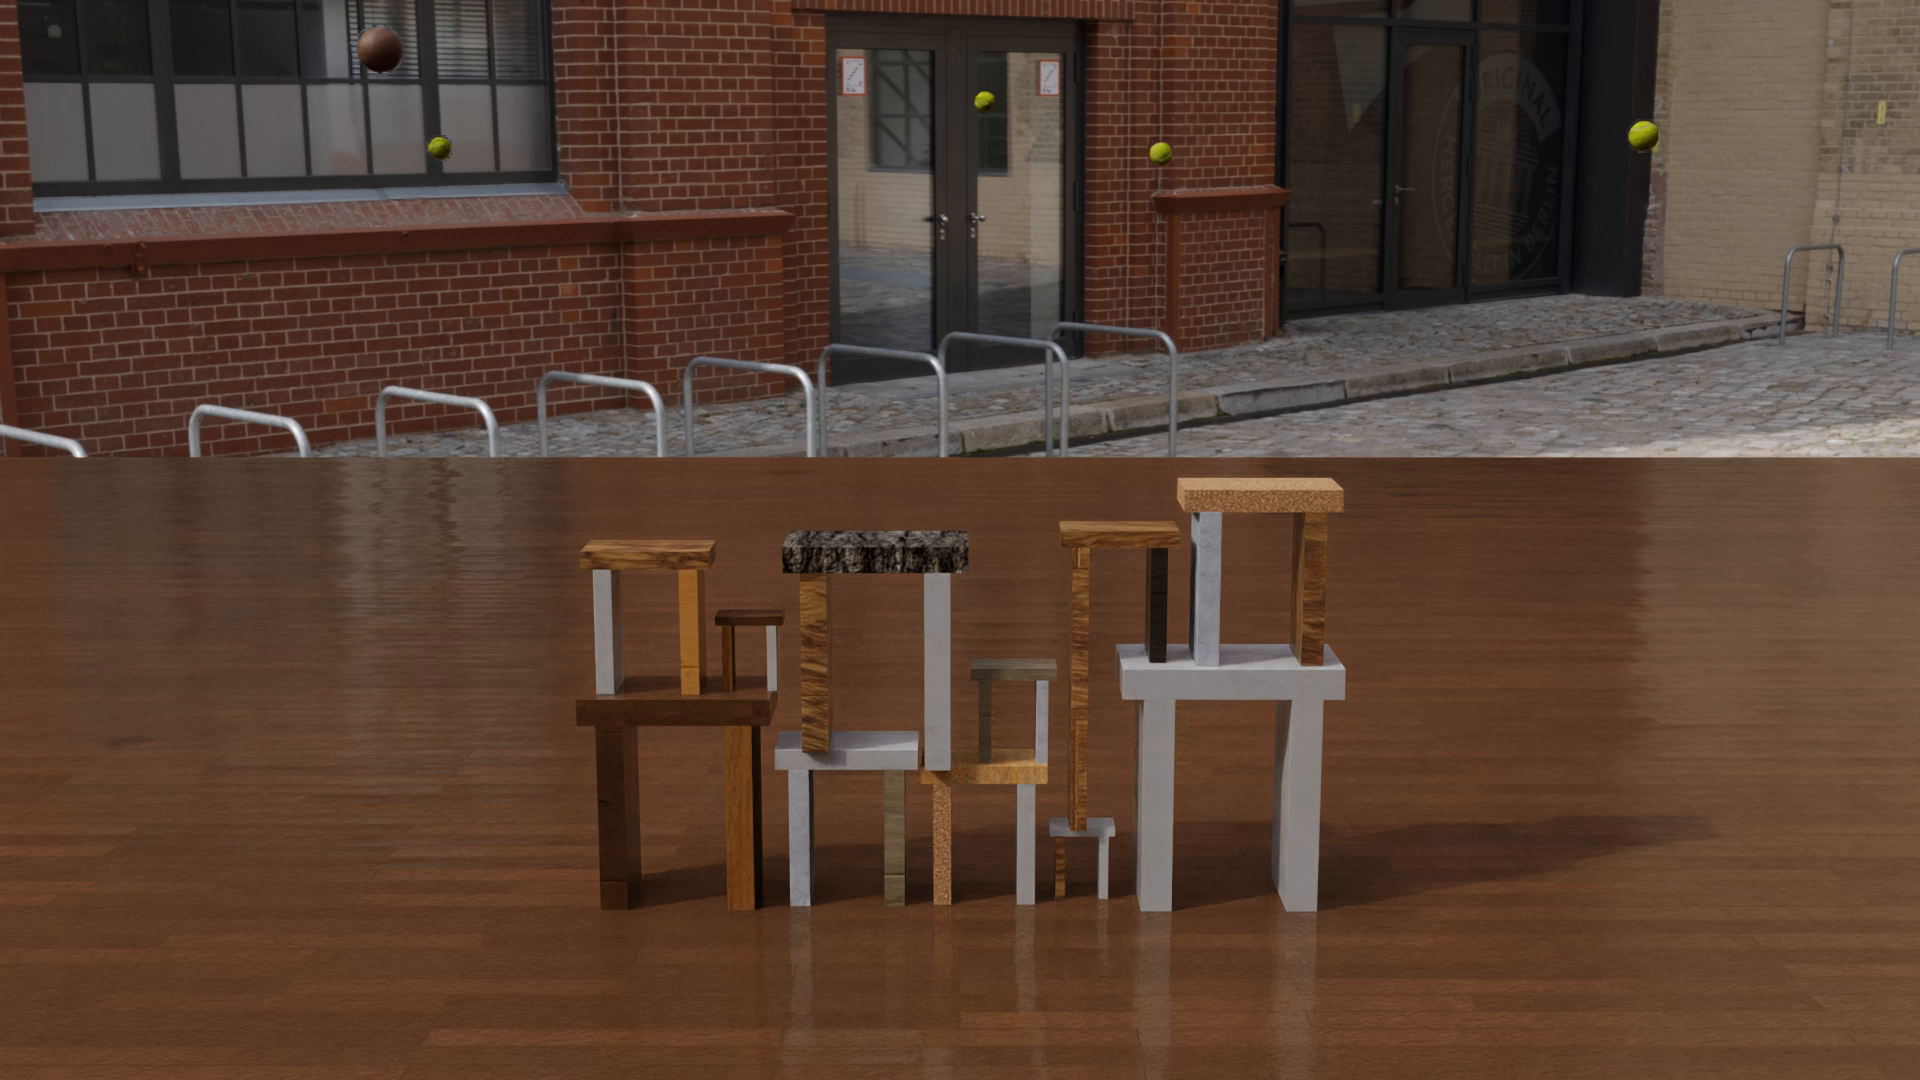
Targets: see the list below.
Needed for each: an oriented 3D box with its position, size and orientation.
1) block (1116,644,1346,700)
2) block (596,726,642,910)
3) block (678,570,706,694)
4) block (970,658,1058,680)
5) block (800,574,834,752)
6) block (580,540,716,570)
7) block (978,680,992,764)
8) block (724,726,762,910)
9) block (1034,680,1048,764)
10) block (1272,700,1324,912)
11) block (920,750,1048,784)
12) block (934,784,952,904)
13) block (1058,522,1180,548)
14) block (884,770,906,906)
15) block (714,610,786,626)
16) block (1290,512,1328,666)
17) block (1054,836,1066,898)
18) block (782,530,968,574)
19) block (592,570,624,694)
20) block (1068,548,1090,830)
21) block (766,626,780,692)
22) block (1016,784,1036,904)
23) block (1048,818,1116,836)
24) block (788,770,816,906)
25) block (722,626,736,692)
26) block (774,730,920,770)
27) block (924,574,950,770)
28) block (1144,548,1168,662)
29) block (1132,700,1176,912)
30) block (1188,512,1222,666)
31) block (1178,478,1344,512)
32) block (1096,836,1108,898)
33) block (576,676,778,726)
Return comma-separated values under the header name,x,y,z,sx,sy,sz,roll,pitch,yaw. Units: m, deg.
name,x,y,z,sx,sy,sz,roll,pitch,yaw
block,0.438,0.215,3.602,0.356,0.050,0.178,0,11,0
block,-0.564,0.438,3.639,0.044,0.311,0.155,0,11,0
block,-0.436,0.140,3.588,0.029,0.206,0.103,0,11,0
block,0.088,0.212,3.599,0.139,0.020,0.070,0,11,0
block,-0.233,0.184,3.593,0.042,0.295,0.148,0,11,0
block,-0.504,0.024,3.566,0.206,0.029,0.103,0,11,0
block,0.041,0.290,3.613,0.020,0.139,0.070,0,11,0
block,-0.357,0.438,3.639,0.044,0.311,0.155,0,11,0
block,0.134,0.290,3.613,0.020,0.140,0.070,0,11,0
block,0.557,0.415,3.639,0.050,0.356,0.178,0,11,0
block,0.040,0.373,3.627,0.206,0.029,0.103,0,11,0
block,-0.029,0.489,3.649,0.029,0.206,0.103,0,11,0
block,0.257,-0.009,3.563,0.189,0.027,0.094,0,11,0
block,-0.107,0.476,3.646,0.033,0.232,0.116,0,11,0
block,-0.342,0.126,3.585,0.109,0.015,0.054,0,11,0
block,0.566,0.068,3.569,0.036,0.251,0.126,0,11,0
block,0.166,0.537,3.660,0.015,0.108,0.054,0,11,0
block,-0.135,0.019,3.562,0.295,0.042,0.148,0,11,0
block,-0.573,0.140,3.588,0.029,0.206,0.103,0,11,0
block,0.194,0.236,3.608,0.027,0.472,0.094,0,11,0
block,-0.306,0.188,3.596,0.015,0.109,0.054,0,11,0
block,0.108,0.489,3.649,0.029,0.206,0.103,0,11,0
block,0.202,0.476,3.649,0.108,0.015,0.054,0,11,0
block,-0.262,0.476,3.646,0.033,0.232,0.116,0,11,0
block,-0.378,0.188,3.596,0.015,0.109,0.054,0,11,0
block,-0.185,0.346,3.622,0.232,0.033,0.116,0,11,0
block,-0.036,0.199,3.595,0.042,0.325,0.148,0,11,0
block,0.320,0.097,3.583,0.027,0.189,0.095,0,11,0
block,0.320,0.415,3.639,0.050,0.356,0.178,0,11,0
block,0.398,0.068,3.570,0.036,0.251,0.126,0,11,0
block,0.482,-0.073,3.544,0.251,0.036,0.126,0,11,0
block,0.238,0.537,3.660,0.015,0.108,0.054,0,11,0
block,-0.461,0.263,3.607,0.311,0.044,0.155,0,11,0
